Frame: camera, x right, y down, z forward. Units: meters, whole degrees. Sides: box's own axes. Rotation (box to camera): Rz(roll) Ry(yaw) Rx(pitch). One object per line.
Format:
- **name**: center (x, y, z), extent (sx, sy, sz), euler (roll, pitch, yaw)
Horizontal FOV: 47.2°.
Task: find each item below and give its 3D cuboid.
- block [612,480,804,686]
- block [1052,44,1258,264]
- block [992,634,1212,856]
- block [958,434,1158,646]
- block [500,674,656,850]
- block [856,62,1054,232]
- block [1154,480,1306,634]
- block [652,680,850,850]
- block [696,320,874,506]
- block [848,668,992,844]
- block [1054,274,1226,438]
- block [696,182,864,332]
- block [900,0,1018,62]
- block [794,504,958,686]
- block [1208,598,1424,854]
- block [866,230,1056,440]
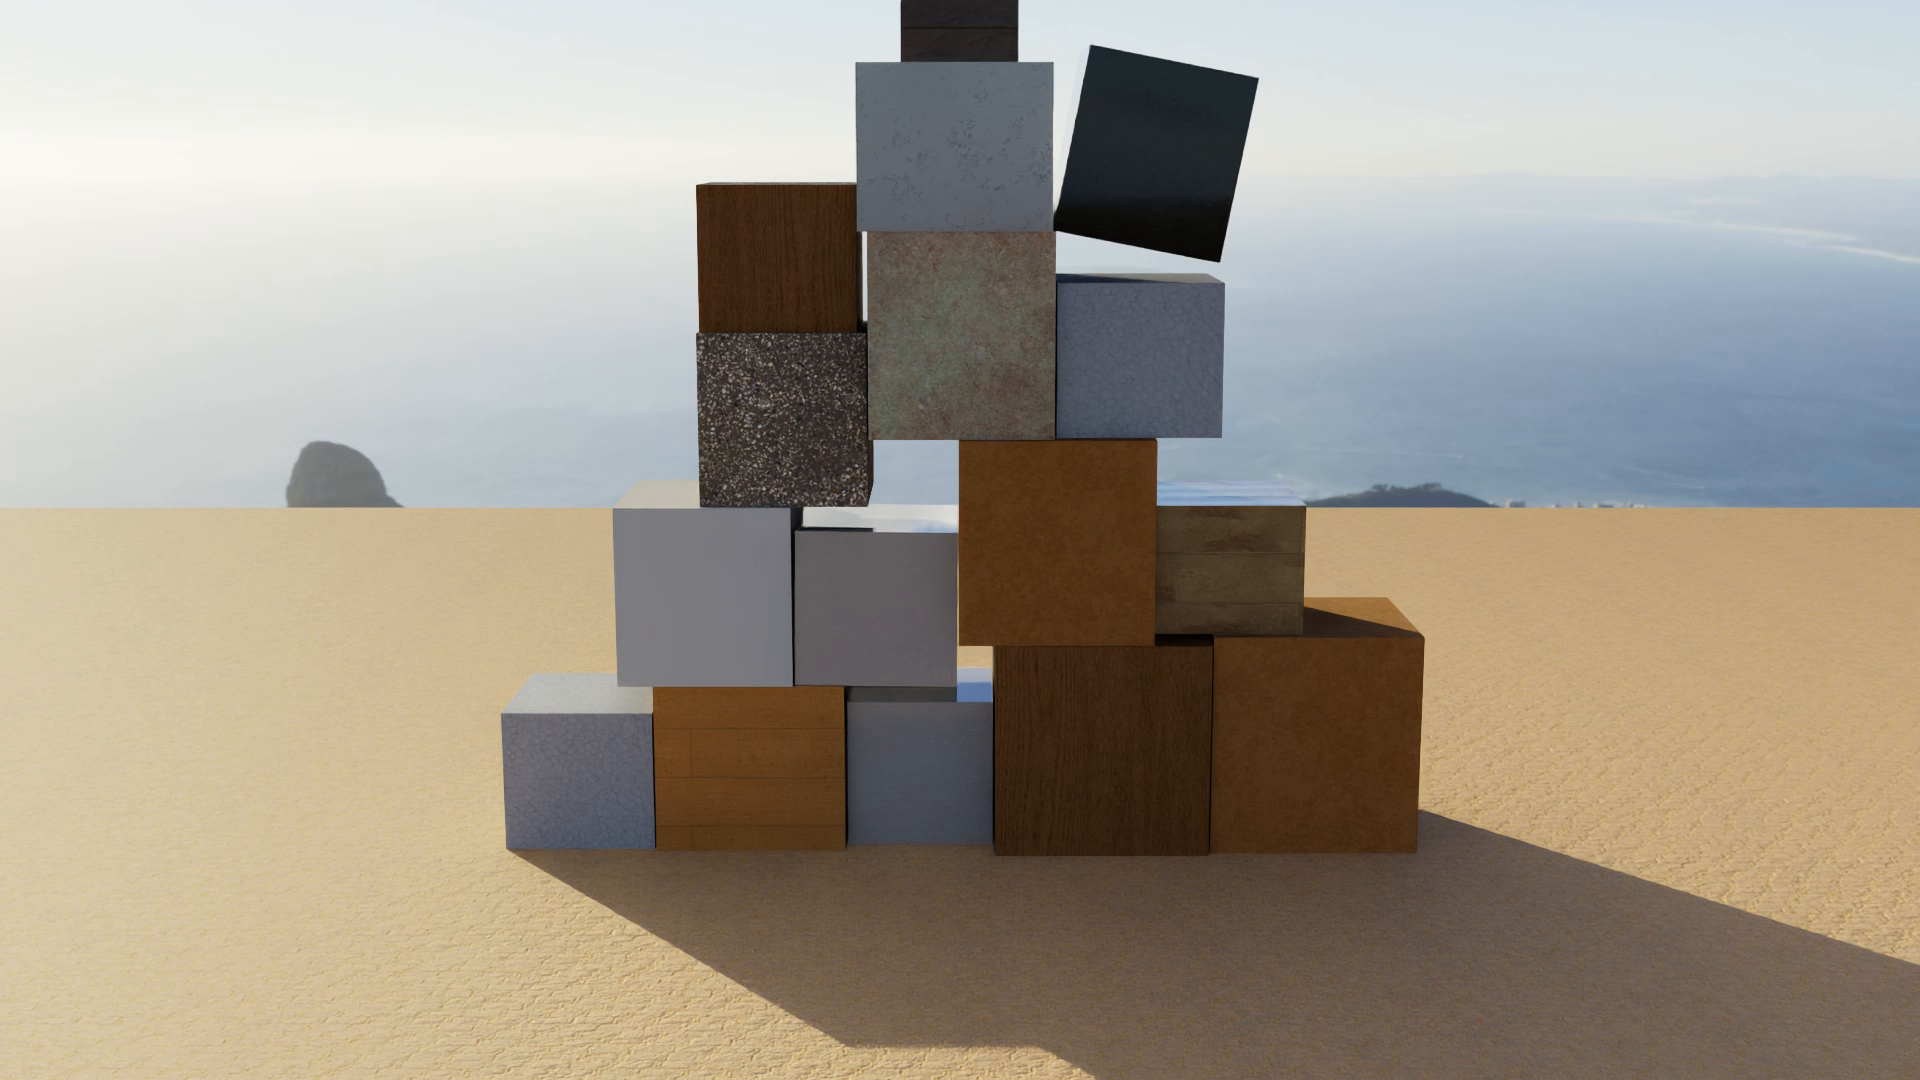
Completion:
- **block**: center (-1.260, 0.203, 11.236), extent (0.866, 0.893, 0.919), euler (0, 10, 0)
- **block**: center (0.924, -1.900, 10.827), extent (0.810, 0.882, 0.883), euler (11, 10, -2)
- **block**: center (0.704, 0.949, 11.364), extent (1.062, 1.068, 1.082), euler (0, 10, 0)
- **block**: center (0.472, -0.068, 11.150), extent (0.956, 1.009, 1.006), euler (0, 10, 0)
- **block**: center (-1.903, 1.131, 11.380), extent (0.749, 0.702, 0.832), euler (0, 10, 0)
- **block**: center (-0.025, -1.936, 10.834), extent (0.931, 0.787, 0.969), euler (0, 10, 0)
- **block**: center (1.326, 0.077, 11.190), extent (0.732, 0.641, 0.796), euler (0, 10, 0)
- **block**: center (-1.046, 1.060, 11.380), extent (0.945, 0.843, 0.895), euler (0, 10, 0)
- **block**: center (-0.862, -0.649, 11.057), extent (0.821, 0.848, 0.781), euler (0, 10, 0)
- **block**: center (-0.200, 1.108, 11.402), extent (0.727, 0.740, 0.726), euler (0, 10, 0)
- **block**: center (0.870, -0.936, 11.008), extent (0.805, 0.748, 0.802), euler (0, 10, 0)
- **block**: center (-0.880, -1.412, 10.910), extent (0.765, 0.706, 0.686), euler (0, 10, 0)
- **block**: center (-0.003, -2.588, 10.690), extent (0.562, 0.545, 0.539), euler (0, 10, 0)
- **block**: center (-0.412, 0.267, 11.230), extent (0.801, 0.774, 0.835), euler (1, 10, 0)
- **block**: center (1.761, 0.934, 11.345), extent (1.032, 1.102, 0.965), euler (0, 10, 0)
- **block**: center (0.007, -1.057, 10.982), extent (0.899, 0.996, 0.933), euler (0, 10, 0)
